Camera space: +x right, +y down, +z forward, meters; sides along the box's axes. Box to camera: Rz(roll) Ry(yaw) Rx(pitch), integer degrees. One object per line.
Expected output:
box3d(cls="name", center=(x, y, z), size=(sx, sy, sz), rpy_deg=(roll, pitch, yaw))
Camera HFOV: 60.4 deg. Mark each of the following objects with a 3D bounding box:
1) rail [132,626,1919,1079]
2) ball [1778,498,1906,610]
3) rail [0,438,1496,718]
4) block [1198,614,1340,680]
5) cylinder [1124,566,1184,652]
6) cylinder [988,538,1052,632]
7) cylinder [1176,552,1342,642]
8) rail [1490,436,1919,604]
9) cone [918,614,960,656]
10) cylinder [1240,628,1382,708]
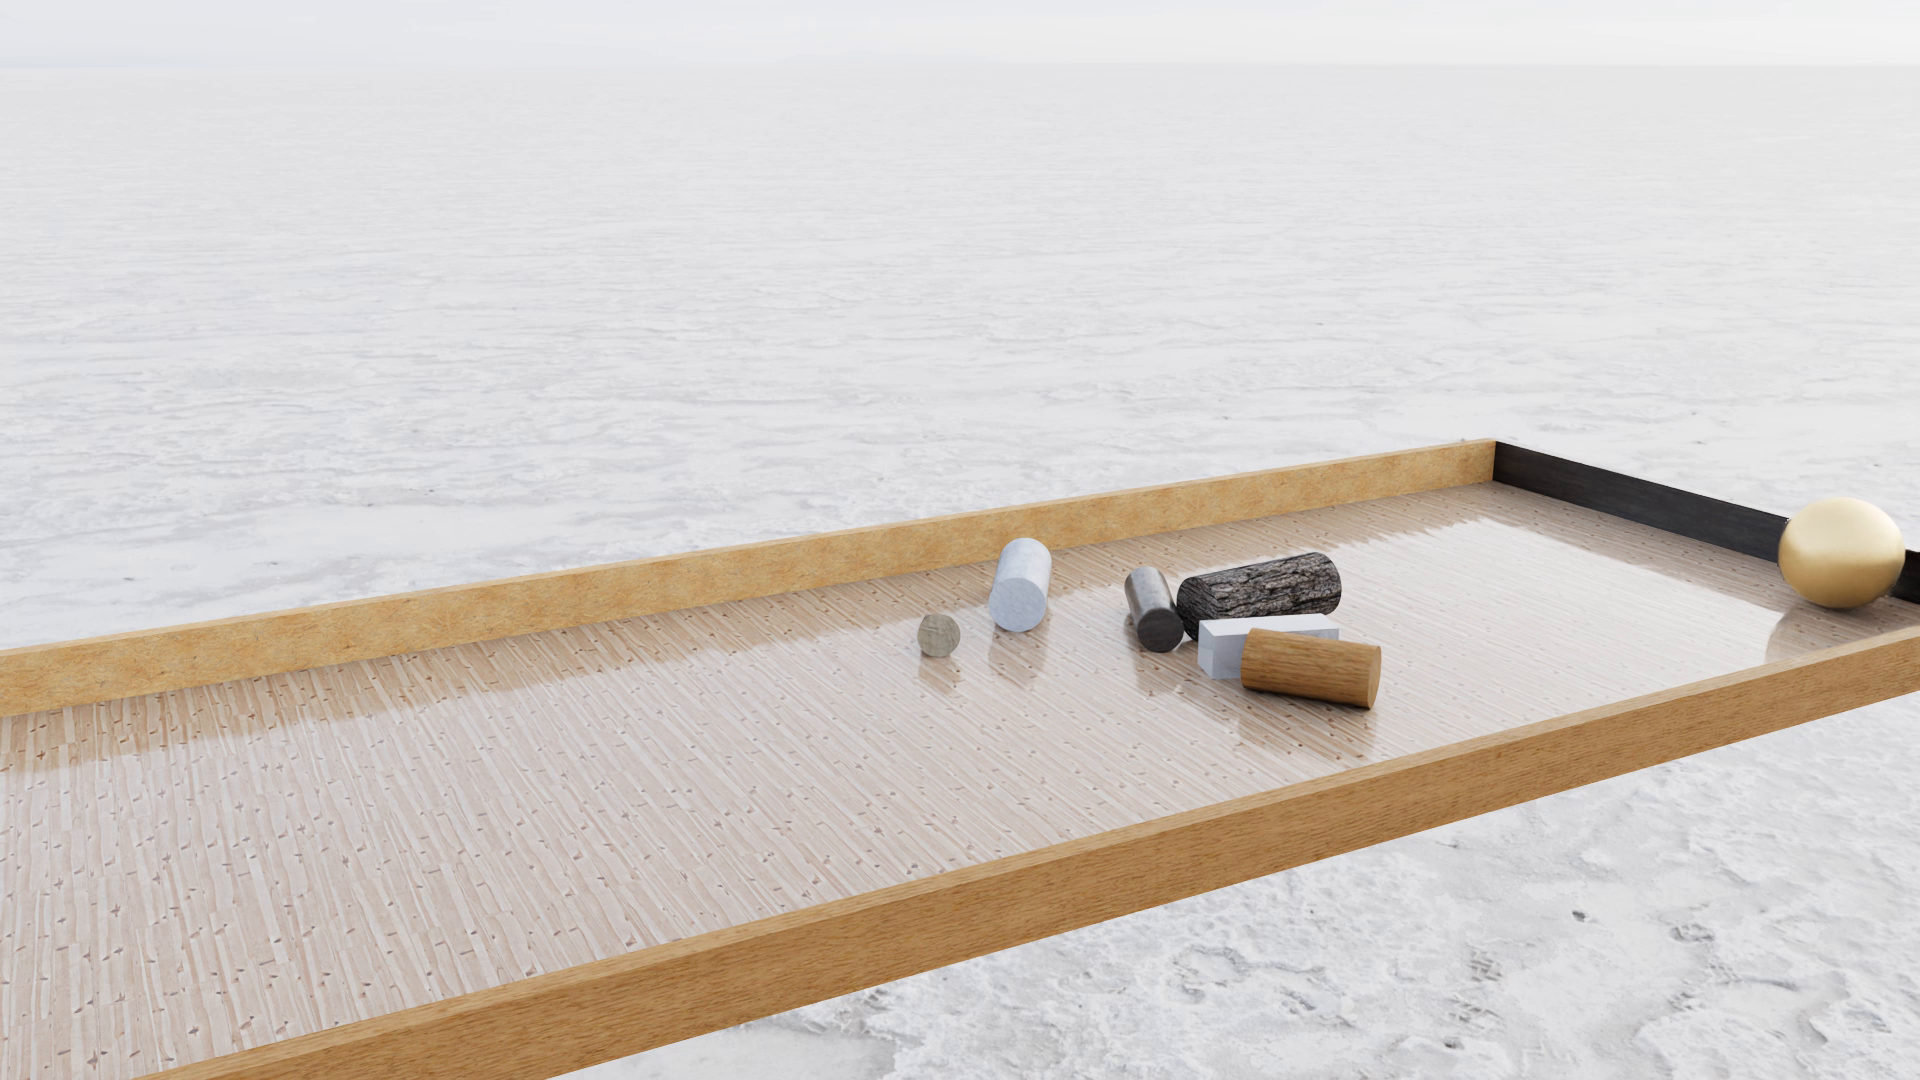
box3d(cls="rail", center=(-2.336, 1.006, 1.665), size=(12.000, 0.150, 0.050), rpy_deg=(-9, 18, -27))
box3d(cls="ball", center=(2.492, 0.037, 4.666), size=(0.316, 0.316, 0.316), rpy_deg=(0, 16, 0))
box3d(cls="rail", center=(-3.305, 0.497, 3.399), size=(12.000, 0.150, 0.050), rpy_deg=(-9, 18, -27))
box3d(cls="block", center=(0.788, 0.271, 4.225), size=(0.332, 0.117, 0.117), rpy_deg=(-3, 17, -10))
box3d(cls="cylinder", center=(0.527, 0.186, 4.506), size=(0.122, 0.122, 0.376), rpy_deg=(0, 16, 0))
box3d(cls="cylinder", center=(0.174, 0.122, 4.663), size=(0.156, 0.156, 0.384), rpy_deg=(2, 16, 5))
box3d(cls="cylinder", center=(0.819, 0.154, 4.510), size=(0.436, 0.180, 0.180), rpy_deg=(-10, 19, -30))
box3d(cls="rail", center=(2.466, -0.048, 5.253), size=(0.050, 0.150, 2.100), rpy_deg=(-9, 18, -27))
box3d(cls="cone", center=(-0.076, 0.230, 4.472), size=(0.113, 0.113, 0.336), rpy_deg=(-2, 7, -7))
box3d(cls="cylinder", center=(0.858, 0.311, 4.028), size=(0.309, 0.152, 0.152), rpy_deg=(8, 18, 24))
